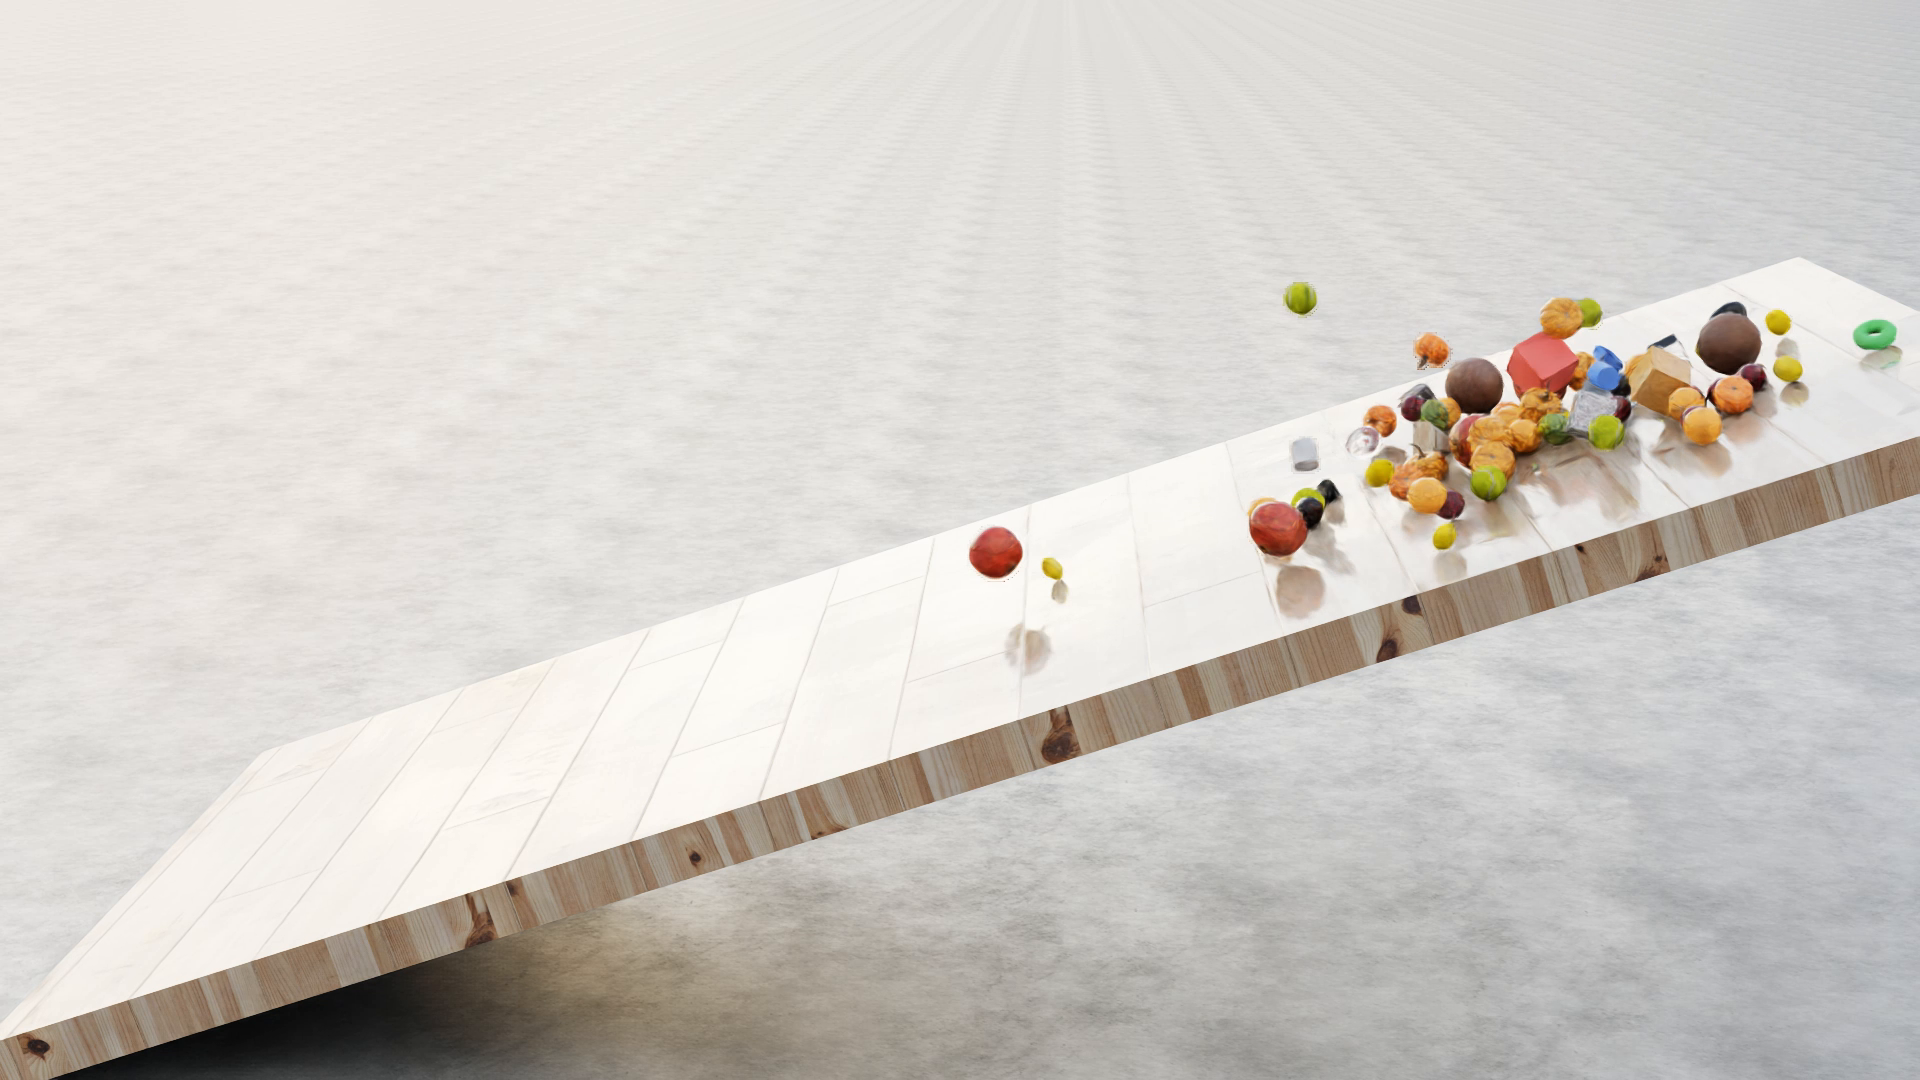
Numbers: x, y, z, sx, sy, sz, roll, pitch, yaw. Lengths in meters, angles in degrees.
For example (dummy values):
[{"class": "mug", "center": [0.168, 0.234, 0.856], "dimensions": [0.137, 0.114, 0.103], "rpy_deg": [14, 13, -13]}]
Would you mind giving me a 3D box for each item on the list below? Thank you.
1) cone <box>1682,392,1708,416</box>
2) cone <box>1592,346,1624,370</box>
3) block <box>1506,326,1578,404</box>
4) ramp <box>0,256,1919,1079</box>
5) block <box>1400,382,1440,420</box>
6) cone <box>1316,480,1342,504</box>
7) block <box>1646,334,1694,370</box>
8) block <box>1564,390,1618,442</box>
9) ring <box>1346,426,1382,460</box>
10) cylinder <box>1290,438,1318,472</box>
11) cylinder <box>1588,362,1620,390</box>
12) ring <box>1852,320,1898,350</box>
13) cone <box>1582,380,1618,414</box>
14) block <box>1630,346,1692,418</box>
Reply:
[{"class": "cone", "center": [1.471, -0.267, 5.866], "dimensions": [0.050, 0.050, 0.050], "rpy_deg": [6, -5, 27]}, {"class": "cone", "center": [1.407, -0.373, 6.483], "dimensions": [0.078, 0.078, 0.078], "rpy_deg": [-50, 30, -13]}, {"class": "block", "center": [1.235, -0.371, 6.243], "dimensions": [0.098, 0.098, 0.098], "rpy_deg": [-28, -24, -16]}, {"class": "ramp", "center": [0.105, 0.181, 6.306], "dimensions": [4.000, 0.100, 2.000], "rpy_deg": [-18, 11, 6]}, {"class": "block", "center": [1.050, -0.317, 6.718], "dimensions": [0.058, 0.058, 0.058], "rpy_deg": [-36, 13, -6]}, {"class": "cone", "center": [0.788, -0.098, 6.195], "dimensions": [0.054, 0.054, 0.054], "rpy_deg": [8, 4, -42]}, {"class": "block", "center": [1.498, -0.384, 6.205], "dimensions": [0.064, 0.064, 0.064], "rpy_deg": [-27, -34, 19]}, {"class": "block", "center": [1.256, -0.246, 5.857], "dimensions": [0.077, 0.077, 0.077], "rpy_deg": [15, -5, 5]}, {"class": "ring", "center": [0.881, -0.212, 6.424], "dimensions": [0.083, 0.083, 0.028], "rpy_deg": [8, -26, 34]}, {"class": "cylinder", "center": [0.716, -0.176, 6.119], "dimensions": [0.053, 0.053, 0.053], "rpy_deg": [-3, -26, -1]}, {"class": "cylinder", "center": [1.332, -0.339, 6.084], "dimensions": [0.051, 0.051, 0.051], "rpy_deg": [-2, 16, -10]}, {"class": "ring", "center": [1.834, -0.412, 5.897], "dimensions": [0.087, 0.029, 0.087], "rpy_deg": [-13, 36, 10]}, {"class": "cone", "center": [1.302, -0.270, 6.131], "dimensions": [0.093, 0.093, 0.093], "rpy_deg": [-11, -24, -42]}, {"class": "block", "center": [1.406, -0.319, 5.906], "dimensions": [0.087, 0.087, 0.087], "rpy_deg": [23, 37, -7]}]
